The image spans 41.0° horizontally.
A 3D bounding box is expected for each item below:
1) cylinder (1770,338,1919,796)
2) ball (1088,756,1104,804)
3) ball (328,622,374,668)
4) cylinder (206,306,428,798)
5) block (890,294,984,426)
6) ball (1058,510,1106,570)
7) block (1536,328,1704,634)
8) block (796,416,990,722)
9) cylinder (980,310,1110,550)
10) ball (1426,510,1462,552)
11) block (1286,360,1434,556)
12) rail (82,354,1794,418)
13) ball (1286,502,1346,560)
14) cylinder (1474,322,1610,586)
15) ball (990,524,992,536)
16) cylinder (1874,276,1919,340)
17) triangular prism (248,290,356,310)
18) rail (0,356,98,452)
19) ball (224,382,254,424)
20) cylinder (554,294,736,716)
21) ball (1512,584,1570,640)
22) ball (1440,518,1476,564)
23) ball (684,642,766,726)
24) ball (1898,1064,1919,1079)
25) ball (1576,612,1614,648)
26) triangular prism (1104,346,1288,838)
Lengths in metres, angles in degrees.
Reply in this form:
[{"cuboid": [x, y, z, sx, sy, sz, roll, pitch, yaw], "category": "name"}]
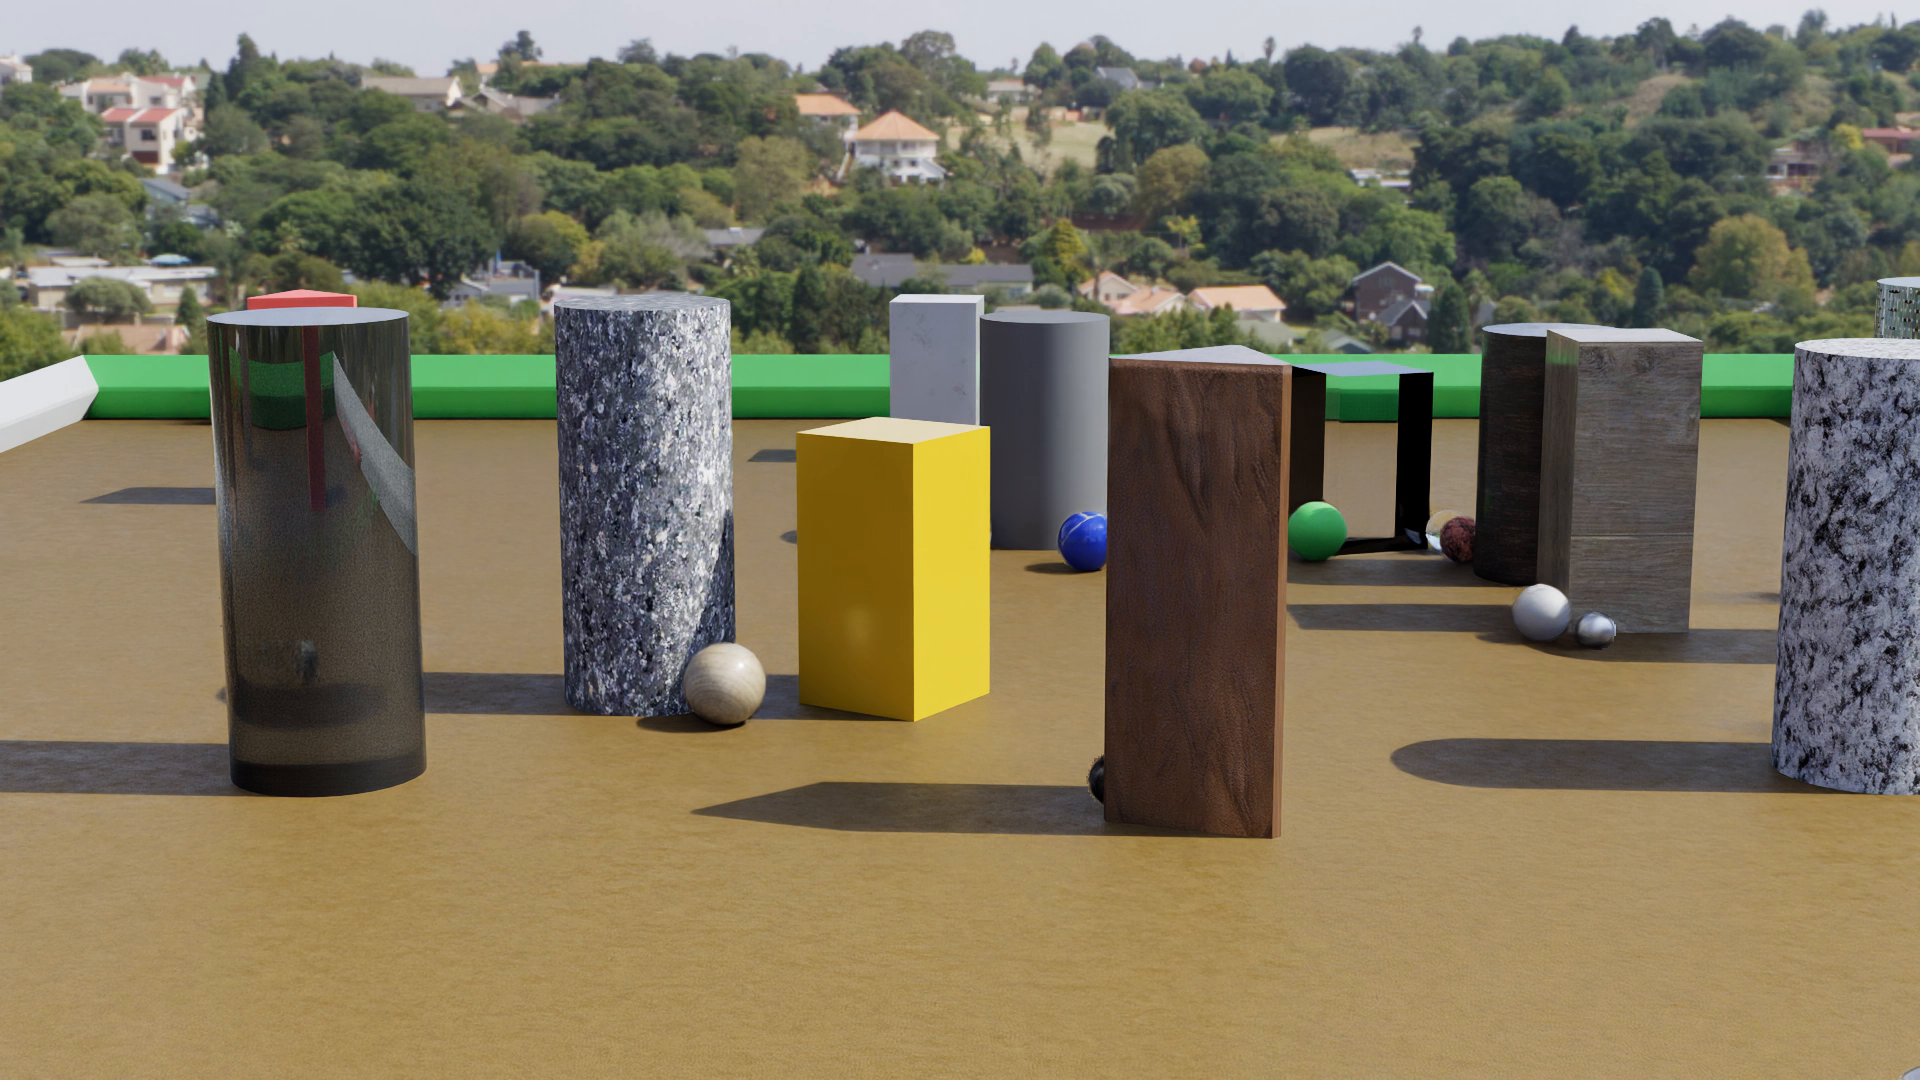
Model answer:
[{"cuboid": [0.955, 0.022, 2.654, 0.200, 0.443, 0.200, 0, 10, 0], "category": "cylinder"}, {"cuboid": [0.154, 0.239, 2.555, 0.052, 0.052, 0.052, 0, 10, 0], "category": "ball"}, {"cuboid": [-0.746, 0.129, 3.146, 0.055, 0.055, 0.055, 0, 10, 0], "category": "ball"}, {"cuboid": [-0.660, 0.007, 2.642, 0.200, 0.477, 0.200, 0, 10, 0], "category": "cylinder"}, {"cuboid": [-0.042, -0.303, 4.808, 0.160, 0.299, 0.160, 1, 11, 6], "category": "block"}, {"cuboid": [0.187, 0.000, 3.751, 0.087, 0.087, 0.087, 0, 10, 0], "category": "ball"}, {"cuboid": [0.866, -0.081, 3.383, 0.160, 0.380, 0.160, 0, 10, -2], "category": "block"}, {"cuboid": [-0.076, 0.029, 2.966, 0.160, 0.316, 0.160, 7, 12, 32], "category": "block"}, {"cuboid": [0.130, -0.172, 3.972, 0.200, 0.347, 0.200, 0, 10, 0], "category": "cylinder"}, {"cuboid": [0.738, -0.013, 3.891, 0.063, 0.063, 0.063, 0, 10, 0], "category": "ball"}, {"cuboid": [0.612, -0.129, 3.942, 0.160, 0.271, 0.160, -4, 11, -21], "category": "block"}, {"cuboid": [-0.011, -0.319, 5.357, 3.646, 0.130, 0.045, 0, 10, 0], "category": "rail"}, {"cuboid": [0.531, -0.014, 3.825, 0.088, 0.088, 0.088, 0, 10, 0], "category": "ball"}, {"cuboid": [0.847, -0.125, 3.691, 0.200, 0.355, 0.200, 0, 10, 0], "category": "cylinder"}, {"cuboid": [0.015, -0.014, 3.887, 0.066, 0.066, 0.066, 0, 10, 0], "category": "ball"}, {"cuboid": [1.237, -0.090, 3.207, 0.200, 0.462, 0.200, 0, 10, 0], "category": "cylinder"}, {"cuboid": [-1.115, -0.247, 4.373, 0.173, 0.347, 0.150, -3, 11, -15], "category": "triangular prism"}, {"cuboid": [-1.799, 0.035, 3.438, 0.045, 0.130, 3.928, 0, 10, 0], "category": "rail"}, {"cuboid": [-1.473, -0.284, 5.292, 0.087, 0.087, 0.087, 0, 10, 0], "category": "ball"}, {"cuboid": [-0.362, -0.044, 2.965, 0.200, 0.461, 0.200, 0, 10, 0], "category": "cylinder"}, {"cuboid": [0.745, 0.093, 3.290, 0.072, 0.072, 0.072, 0, 10, 0], "category": "ball"}, {"cuboid": [0.746, 0.000, 3.804, 0.068, 0.068, 0.068, 0, 10, 0], "category": "ball"}, {"cuboid": [-0.263, 0.161, 2.868, 0.093, 0.093, 0.093, 0, 10, 0], "category": "ball"}, {"cuboid": [0.646, 0.383, 1.667, 0.091, 0.091, 0.091, 0, 10, 0], "category": "ball"}, {"cuboid": [0.803, 0.114, 3.246, 0.046, 0.046, 0.046, 0, 10, 0], "category": "ball"}, {"cuboid": [0.248, 0.043, 2.509, 0.173, 0.454, 0.150, 4, 11, 20], "category": "triangular prism"}]
